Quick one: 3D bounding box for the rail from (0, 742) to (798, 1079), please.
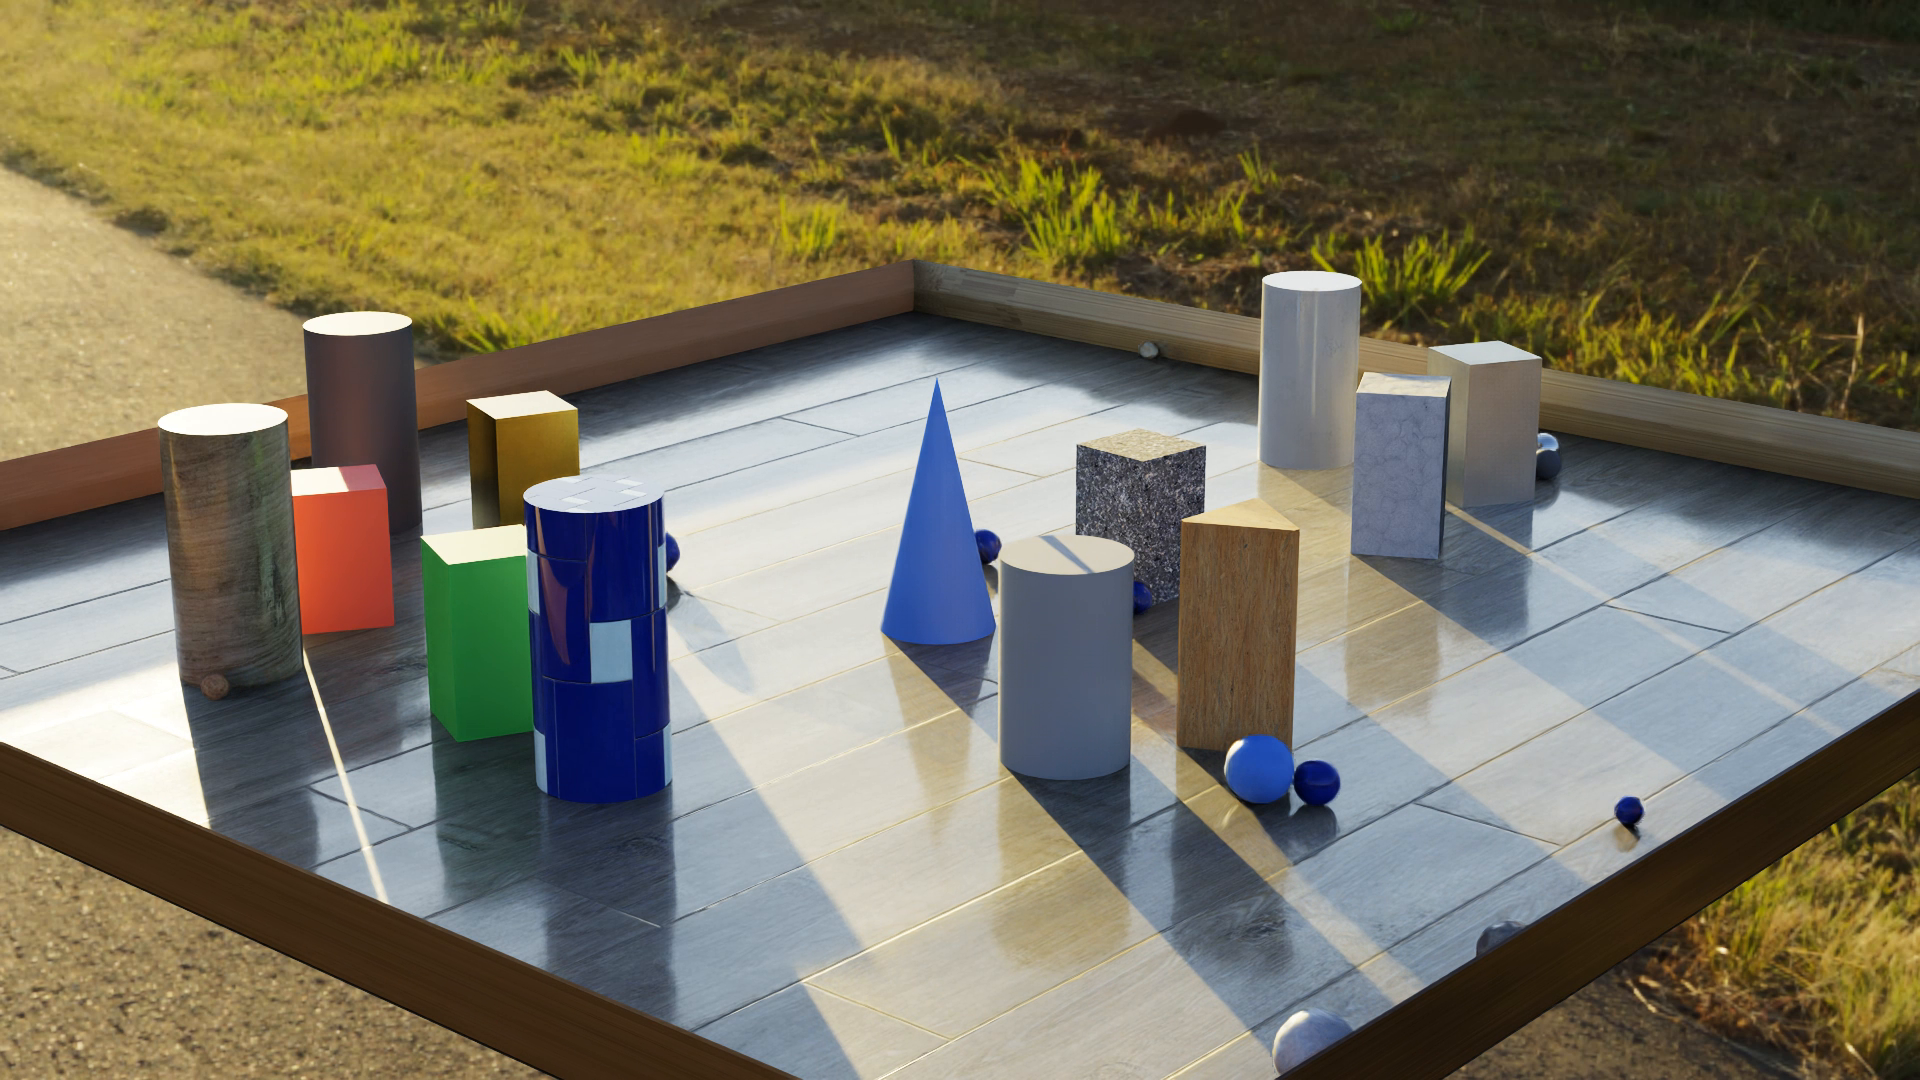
[{"bbox_3d":[-1.090,0.395,3.917,3.242,0.129,0.045,14,22,39],"label":"rail"}]

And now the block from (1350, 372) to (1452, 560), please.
[{"bbox_3d":[0.810,-0.138,5.387,0.159,0.304,0.159,4,17,12],"label":"block"}]

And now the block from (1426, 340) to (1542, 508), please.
[{"bbox_3d":[1.016,-0.227,5.716,0.159,0.284,0.159,-6,18,-20],"label":"block"}]

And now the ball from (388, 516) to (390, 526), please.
[{"bbox_3d":[-1.099,-0.035,5.421,0.087,0.087,0.087,0,17,0],"label":"ball"}]

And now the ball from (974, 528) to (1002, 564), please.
[{"bbox_3d":[0.043,0.012,5.303,0.065,0.065,0.065,0,17,0],"label":"ball"}]

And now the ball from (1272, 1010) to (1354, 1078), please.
[{"bbox_3d":[0.406,0.585,3.342,0.099,0.099,0.099,0,17,0],"label":"ball"}]

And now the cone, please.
[{"bbox_3d":[-0.038,-0.063,4.910,0.199,0.434,0.199,0,17,0],"label":"cone"}]

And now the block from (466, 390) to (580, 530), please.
[{"bbox_3d":[-0.815,-0.135,5.484,0.159,0.243,0.159,-9,19,-27],"label":"block"}]

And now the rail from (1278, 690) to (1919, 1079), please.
[{"bbox_3d":[1.206,0.334,4.117,0.045,0.129,3.373,14,22,39],"label":"rail"}]

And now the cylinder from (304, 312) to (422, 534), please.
[{"bbox_3d":[-1.122,-0.219,5.515,0.199,0.385,0.199,0,17,0],"label":"cylinder"}]

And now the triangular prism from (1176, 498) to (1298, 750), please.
[{"bbox_3d":[0.430,0.127,4.421,0.172,0.354,0.149,5,17,15],"label":"triangular prism"}]

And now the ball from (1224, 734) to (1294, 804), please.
[{"bbox_3d":[0.428,0.327,4.196,0.100,0.100,0.100,0,17,0],"label":"ball"}]

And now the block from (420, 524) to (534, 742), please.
[{"bbox_3d":[-0.722,0.141,4.499,0.159,0.282,0.159,-8,18,-24],"label":"block"}]

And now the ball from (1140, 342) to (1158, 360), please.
[{"bbox_3d":[0.442,-0.442,6.849,0.042,0.042,0.042,0,17,0],"label":"ball"}]

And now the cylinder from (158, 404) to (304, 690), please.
[{"bbox_3d":[-1.165,0.010,4.695,0.199,0.420,0.199,0,17,0],"label":"cylinder"}]

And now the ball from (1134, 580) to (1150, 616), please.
[{"bbox_3d":[0.297,0.099,5.024,0.059,0.059,0.059,0,17,0],"label":"ball"}]

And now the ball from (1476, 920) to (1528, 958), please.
[{"bbox_3d":[0.678,0.510,3.623,0.080,0.080,0.080,0,17,0],"label":"ball"}]

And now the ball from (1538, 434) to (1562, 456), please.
[{"bbox_3d":[1.181,-0.181,5.933,0.071,0.071,0.071,0,17,0],"label":"ball"}]

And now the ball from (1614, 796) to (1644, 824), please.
[{"bbox_3d":[0.940,0.380,4.122,0.042,0.042,0.042,0,17,0],"label":"ball"}]

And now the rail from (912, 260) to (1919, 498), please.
[{"bbox_3d":[1.090,-0.330,6.322,3.242,0.129,0.045,14,22,39],"label":"rail"}]

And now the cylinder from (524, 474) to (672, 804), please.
[{"bbox_3d":[-0.521,0.141,4.234,0.199,0.434,0.199,0,17,0],"label":"cylinder"}]

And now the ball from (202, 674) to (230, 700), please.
[{"bbox_3d":[-1.171,0.231,4.618,0.041,0.041,0.041,0,17,0],"label":"ball"}]

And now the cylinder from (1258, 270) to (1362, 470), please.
[{"bbox_3d":[0.710,-0.346,5.965,0.199,0.369,0.199,0,17,0],"label":"cylinder"}]

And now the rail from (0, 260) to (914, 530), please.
[{"bbox_3d":[-1.206,-0.270,6.123,0.045,0.129,3.373,14,22,39],"label":"rail"}]

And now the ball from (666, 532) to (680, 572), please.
[{"bbox_3d":[-0.542,0.022,5.240,0.082,0.082,0.082,0,17,0],"label":"ball"}]

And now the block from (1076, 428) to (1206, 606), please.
[{"bbox_3d":[0.315,-0.039,5.128,0.159,0.264,0.159,-15,23,-41],"label":"block"}]

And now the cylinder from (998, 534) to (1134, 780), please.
[{"bbox_3d":[0.156,0.172,4.339,0.199,0.315,0.199,0,17,0],"label":"cylinder"}]

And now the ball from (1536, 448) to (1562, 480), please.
[{"bbox_3d":[1.169,-0.152,5.852,0.061,0.061,0.061,0,17,0],"label":"ball"}]

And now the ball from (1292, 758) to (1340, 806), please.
[{"bbox_3d":[0.509,0.346,4.191,0.067,0.067,0.067,0,17,0],"label":"ball"}]

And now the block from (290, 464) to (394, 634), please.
[{"bbox_3d":[-1.058,0.014,4.987,0.159,0.242,0.159,-5,18,-17],"label":"block"}]
